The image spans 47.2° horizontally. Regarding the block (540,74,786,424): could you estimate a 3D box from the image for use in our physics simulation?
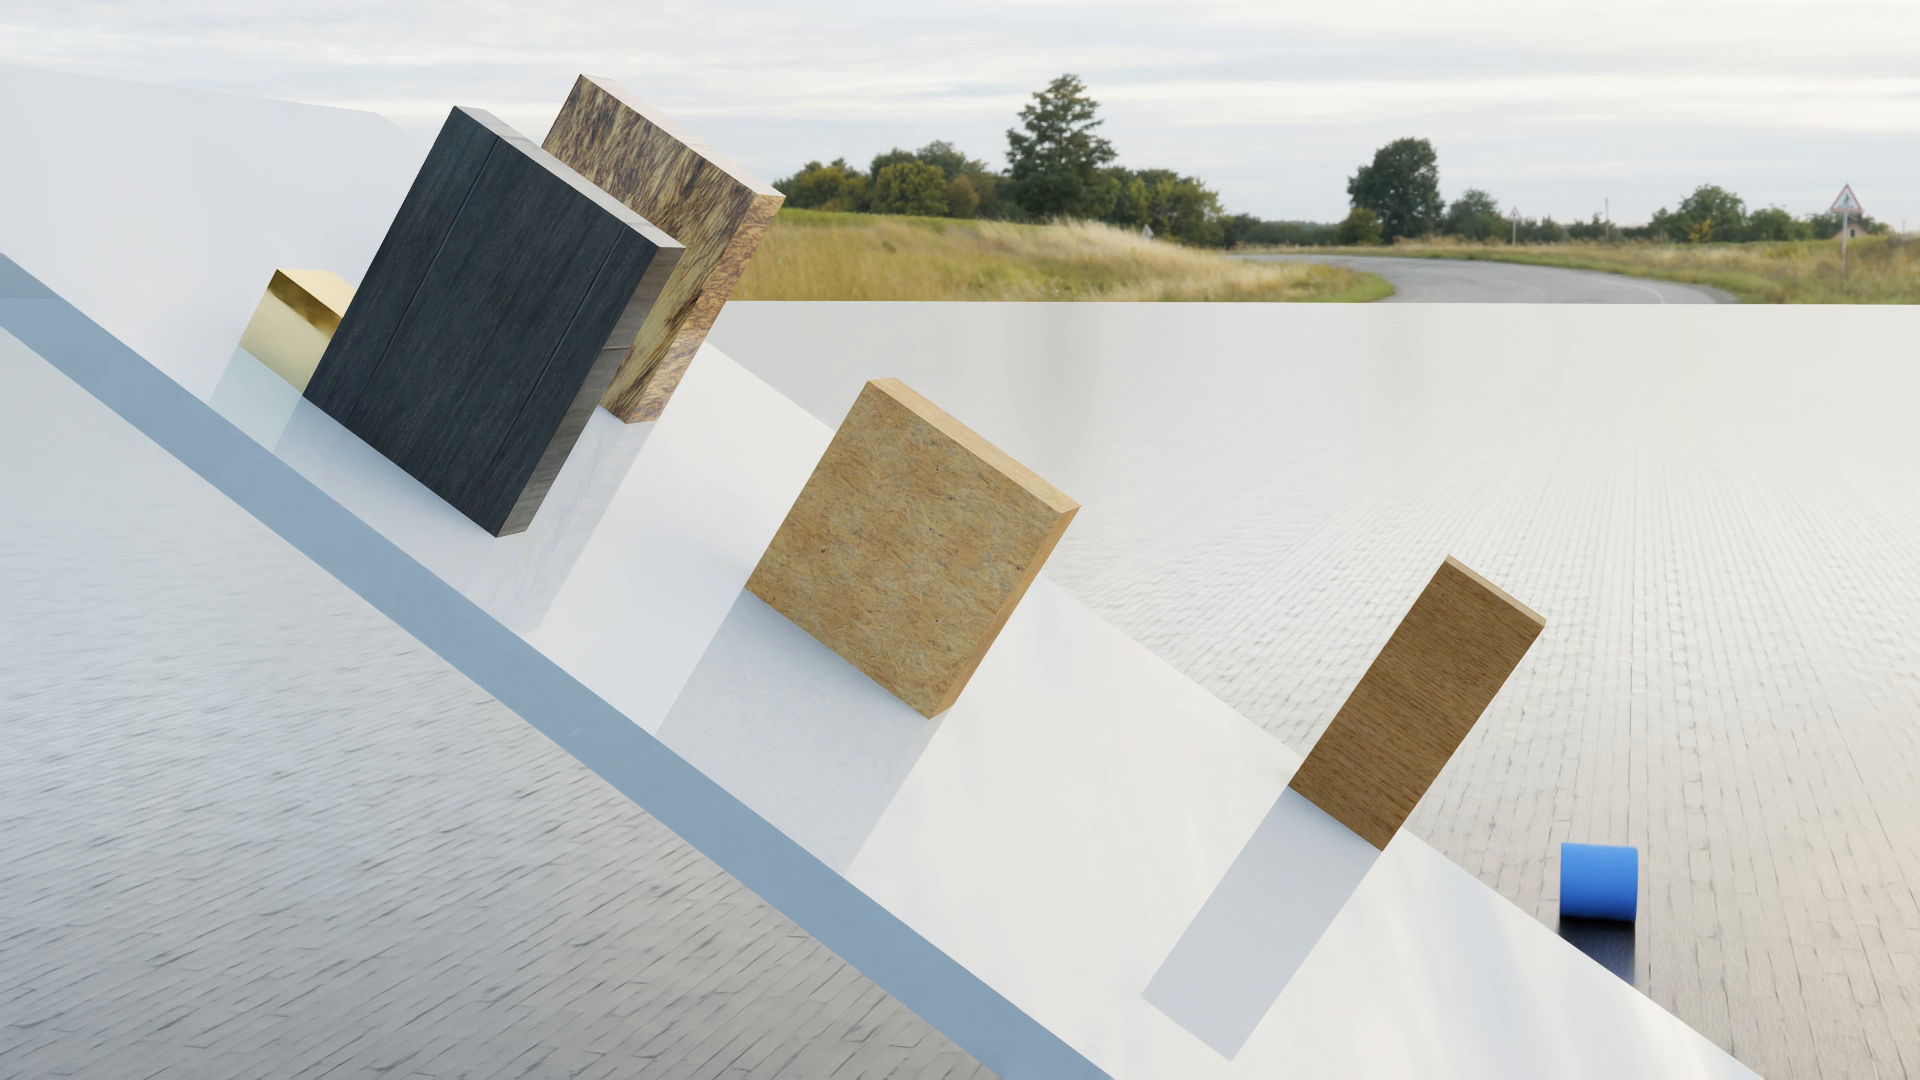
[{"bbox_3d":[-0.677,-0.576,4.378,0.438,0.529,0.147,35,15,10],"label":"block"}]

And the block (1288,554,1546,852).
[{"bbox_3d":[0.955,0.342,4.610,0.240,0.584,0.105,35,15,10],"label":"block"}]

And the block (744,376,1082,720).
[{"bbox_3d":[-0.085,0.011,3.870,0.409,0.437,0.144,35,15,10],"label":"block"}]

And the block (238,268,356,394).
[{"bbox_3d":[-1.058,-0.344,3.620,0.146,0.146,0.146,36,15,13],"label":"block"}]

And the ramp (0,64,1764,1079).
[{"bbox_3d":[-0.139,0.231,4.105,4.000,0.100,2.000,35,15,10],"label":"ramp"}]

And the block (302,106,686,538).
[{"bbox_3d":[-0.744,-0.344,3.485,0.408,0.539,0.099,35,15,10],"label":"block"}]

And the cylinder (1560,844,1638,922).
[{"bbox_3d":[1.836,0.986,6.325,0.208,0.208,0.208,2,7,15],"label":"cylinder"}]
